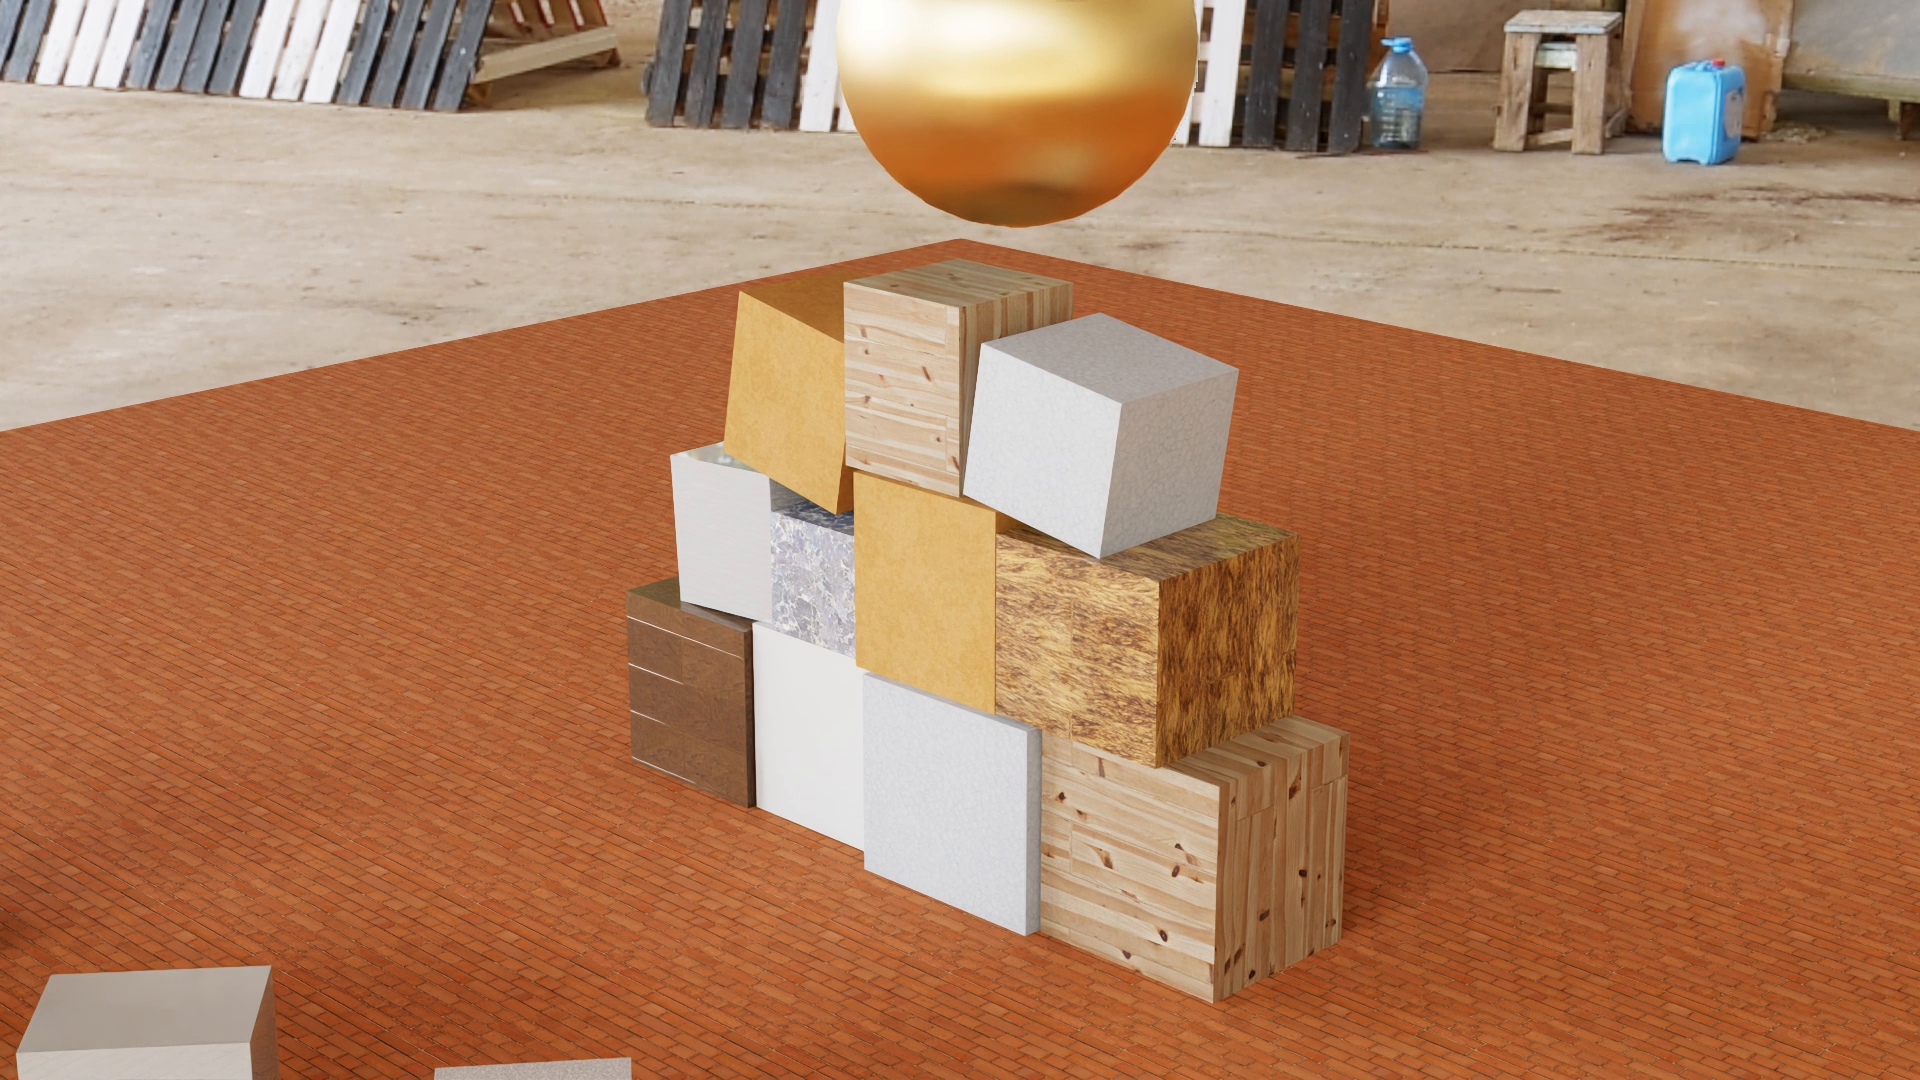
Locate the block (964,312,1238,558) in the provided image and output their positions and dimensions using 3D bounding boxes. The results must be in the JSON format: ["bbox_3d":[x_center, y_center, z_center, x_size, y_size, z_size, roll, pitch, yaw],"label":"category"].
[{"bbox_3d":[0.597,-0.460,12.504,0.783,0.692,0.768,26,30,37],"label":"block"}]

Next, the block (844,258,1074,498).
[{"bbox_3d":[-0.007,-0.735,13.031,0.709,0.839,0.721,-17,24,-42],"label":"block"}]

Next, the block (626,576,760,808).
[{"bbox_3d":[-1.051,0.689,14.644,0.825,0.905,0.889,-17,24,-42],"label":"block"}]

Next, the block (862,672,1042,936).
[{"bbox_3d":[0.275,1.063,13.368,1.026,0.956,1.000,17,24,42],"label":"block"}]

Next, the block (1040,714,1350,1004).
[{"bbox_3d":[1.008,1.271,12.685,0.862,0.969,0.990,-17,24,-42],"label":"block"}]

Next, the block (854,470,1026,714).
[{"bbox_3d":[0.159,0.131,13.207,0.880,0.919,0.911,17,24,42],"label":"block"}]

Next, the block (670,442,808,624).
[{"bbox_3d":[-0.885,-0.077,14.275,0.695,0.734,0.722,-17,20,-42],"label":"block"}]

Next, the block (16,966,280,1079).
[{"bbox_3d":[-2.903,2.036,10.596,0.794,0.762,0.618,-2,18,-5],"label":"block"}]

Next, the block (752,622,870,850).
[{"bbox_3d":[-0.390,0.858,14.045,0.781,0.942,0.905,-17,24,-42],"label":"block"}]

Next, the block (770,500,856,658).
[{"bbox_3d":[-0.406,0.140,13.783,0.662,0.585,0.697,17,24,42],"label":"block"}]

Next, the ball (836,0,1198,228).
[{"bbox_3d":[0.250,-2.182,12.918,1.600,1.600,1.600,0,17,0],"label":"ball"}]

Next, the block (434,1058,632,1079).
[{"bbox_3d":[-1.438,2.274,9.935,0.675,0.703,0.801,-2,18,-7],"label":"block"}]

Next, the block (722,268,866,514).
[{"bbox_3d":[-0.548,-0.706,13.699,0.690,0.812,0.801,-17,34,-42],"label":"block"}]

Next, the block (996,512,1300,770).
[{"bbox_3d":[0.802,0.363,12.596,0.918,0.816,0.913,17,24,42],"label":"block"}]
